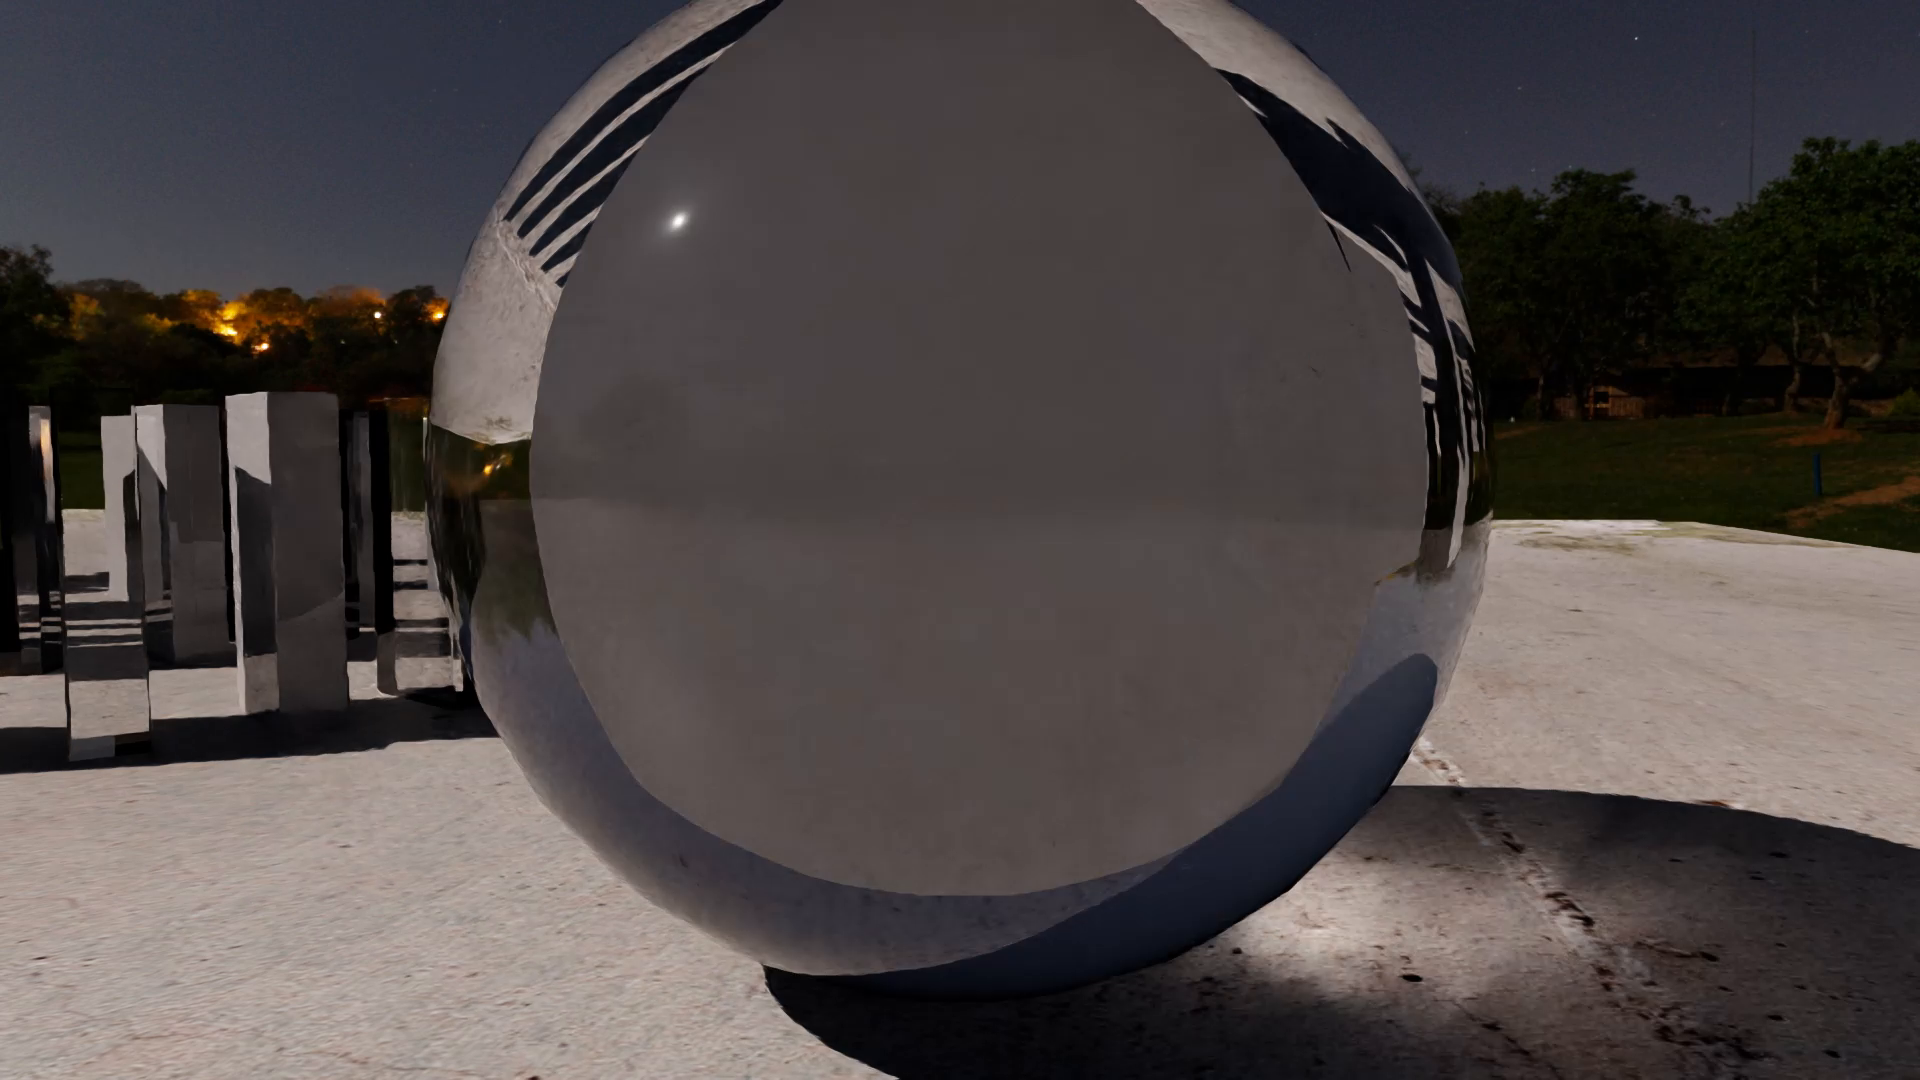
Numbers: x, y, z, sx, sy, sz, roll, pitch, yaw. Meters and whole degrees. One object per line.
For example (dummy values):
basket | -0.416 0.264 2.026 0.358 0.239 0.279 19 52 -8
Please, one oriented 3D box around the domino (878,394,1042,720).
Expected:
domino | 0.000 0.002 0.201 0.025 0.050 0.009 0 4 0

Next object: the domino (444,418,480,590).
domino | -0.143 -0.011 0.386 0.009 0.050 0.025 1 4 12

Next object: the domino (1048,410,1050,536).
domino | 0.008 -0.005 0.295 0.025 0.050 0.009 0 4 2

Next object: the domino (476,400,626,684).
domino | -0.075 0.000 0.234 0.025 0.050 0.009 2 5 24

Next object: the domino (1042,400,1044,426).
domino | 0.002 0.001 0.224 0.025 0.050 0.010 0 4 6

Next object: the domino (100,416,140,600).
domino | -0.229 -0.009 0.359 0.025 0.050 0.009 3 5 38

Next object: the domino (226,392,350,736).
domino | -0.104 0.003 0.198 0.009 0.050 0.025 -4 6 -41

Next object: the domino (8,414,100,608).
domino | -0.241 -0.008 0.339 0.025 0.050 0.009 2 5 25

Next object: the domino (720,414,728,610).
domino | -0.073 -0.007 0.326 0.025 0.050 0.009 -2 5 -22

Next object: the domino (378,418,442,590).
domino | -0.166 -0.011 0.387 0.009 0.050 0.025 0 4 -4

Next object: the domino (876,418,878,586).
domino | -0.012 -0.011 0.385 0.025 0.050 0.009 -3 5 -34

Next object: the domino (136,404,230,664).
domino | -0.157 -0.002 0.258 0.010 0.050 0.025 -4 6 -45

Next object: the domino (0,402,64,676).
domino | -0.177 -0.001 0.245 0.010 0.050 0.025 -1 4 -14

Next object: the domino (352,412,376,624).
domino | -0.150 -0.005 0.300 0.025 0.050 0.010 -3 5 -32

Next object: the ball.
ball | 0.000 -0.005 0.103 0.080 0.080 0.080 0 4 0

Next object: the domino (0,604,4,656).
domino | -0.200 -0.001 0.246 0.009 0.050 0.025 1 4 11

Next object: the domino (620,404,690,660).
domino | -0.068 -0.002 0.257 0.025 0.050 0.009 1 4 11

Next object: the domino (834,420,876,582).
domino | -0.027 -0.013 0.403 0.025 0.050 0.009 -4 6 -42

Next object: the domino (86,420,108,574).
domino | -0.280 -0.014 0.424 0.009 0.050 0.025 -4 6 -45

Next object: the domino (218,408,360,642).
domino | -0.145 -0.003 0.278 0.025 0.050 0.010 0 4 6

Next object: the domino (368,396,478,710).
domino | -0.087 0.001 0.214 0.025 0.050 0.010 3 6 39

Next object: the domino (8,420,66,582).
domino | -0.295 -0.013 0.407 0.025 0.050 0.009 3 5 36

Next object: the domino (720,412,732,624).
domino | -0.067 -0.005 0.304 0.025 0.050 0.009 -1 4 -8

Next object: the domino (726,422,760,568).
domino | -0.082 -0.016 0.447 0.010 0.050 0.025 2 5 30

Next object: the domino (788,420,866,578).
domino | -0.043 -0.014 0.420 0.009 0.050 0.025 4 6 41

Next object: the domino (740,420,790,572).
domino | -0.062 -0.015 0.434 0.009 0.050 0.025 3 5 36

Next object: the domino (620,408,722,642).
domino | -0.066 -0.003 0.280 0.025 0.050 0.009 0 4 1

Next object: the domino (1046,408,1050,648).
domino | 0.006 -0.003 0.271 0.025 0.050 0.010 0 4 4

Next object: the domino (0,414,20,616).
domino | -0.249 -0.006 0.316 0.025 0.050 0.010 1 4 10

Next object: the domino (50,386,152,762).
domino | -0.122 0.004 0.183 0.010 0.050 0.025 -3 5 -33

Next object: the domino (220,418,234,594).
domino | -0.211 -0.011 0.374 0.009 0.050 0.025 -2 5 -29

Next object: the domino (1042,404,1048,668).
domino | 0.004 -0.001 0.248 0.025 0.050 0.010 0 4 6

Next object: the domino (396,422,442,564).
domino | -0.195 -0.017 0.464 0.009 0.050 0.025 -1 4 -12
